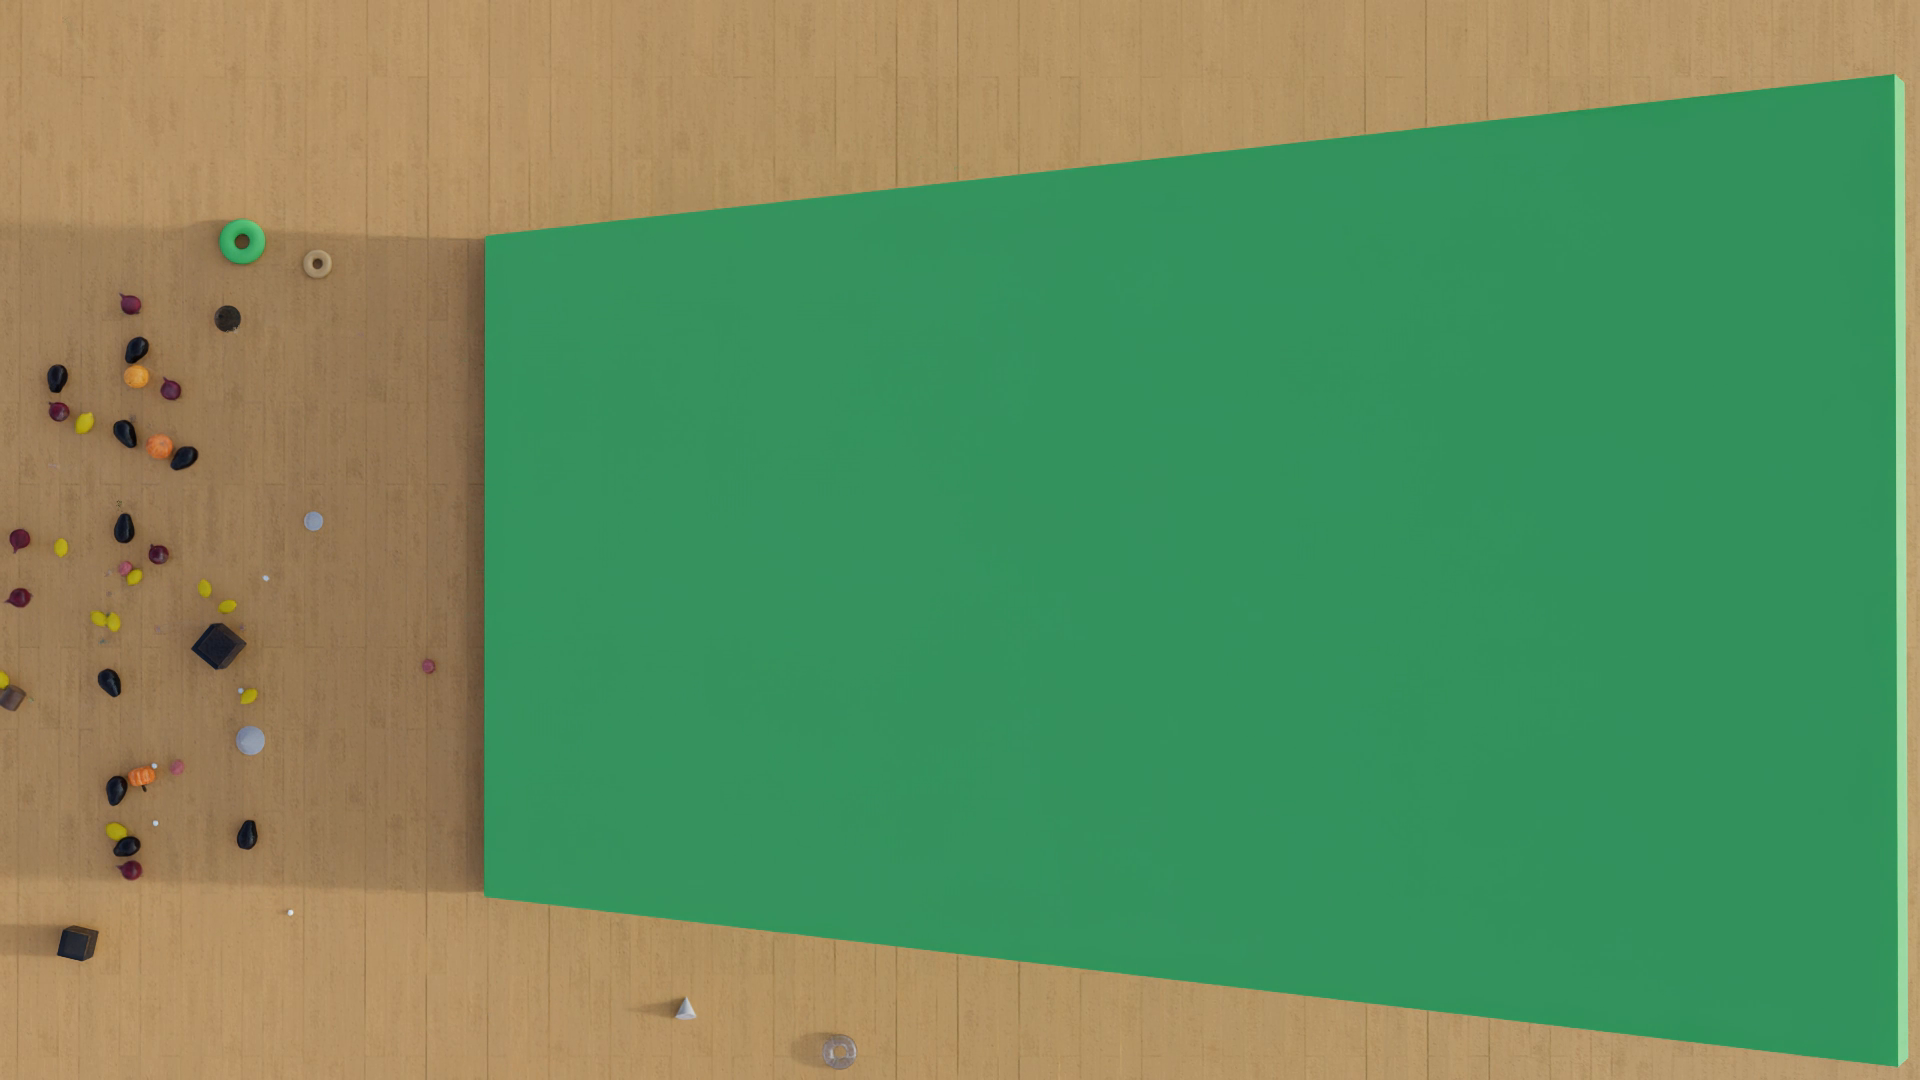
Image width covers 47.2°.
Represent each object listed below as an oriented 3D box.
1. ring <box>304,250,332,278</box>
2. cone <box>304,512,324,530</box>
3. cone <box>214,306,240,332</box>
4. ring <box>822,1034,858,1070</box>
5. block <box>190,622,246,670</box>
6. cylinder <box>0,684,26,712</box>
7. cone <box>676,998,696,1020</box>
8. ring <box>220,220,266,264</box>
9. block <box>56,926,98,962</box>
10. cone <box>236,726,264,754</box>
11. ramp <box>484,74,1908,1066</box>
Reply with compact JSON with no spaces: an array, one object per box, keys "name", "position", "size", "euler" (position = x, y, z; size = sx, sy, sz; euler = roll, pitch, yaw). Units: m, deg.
[{"name":"ring","position":[-1.965,-0.844,6.729],"size":[0.089,0.030,0.089],"euler":[0,88,-1]},{"name":"cone","position":[-1.981,-0.058,6.708],"size":[0.059,0.059,0.059],"euler":[0,90,0]},{"name":"cone","position":[-2.246,-0.679,6.701],"size":[0.082,0.082,0.082],"euler":[0,90,0]},{"name":"ring","position":[-0.366,1.561,6.706],"size":[0.109,0.036,0.109],"euler":[0,88,0]},{"name":"block","position":[-2.252,0.323,6.685],"size":[0.099,0.099,0.099],"euler":[40,90,0]},{"name":"cylinder","position":[-2.889,0.482,6.703],"size":[0.060,0.060,0.060],"euler":[33,90,0]},{"name":"cone","position":[-0.836,1.424,6.711],"size":[0.063,0.063,0.063],"euler":[-3,63,0]},{"name":"ring","position":[-2.194,-0.912,6.722],"size":[0.140,0.047,0.140],"euler":[0,88,-1]},{"name":"block","position":[-2.682,1.226,6.687],"size":[0.080,0.080,0.080],"euler":[13,90,0]},{"name":"cone","position":[-2.172,0.613,6.687],"size":[0.089,0.089,0.089],"euler":[0,90,0]},{"name":"ramp","position":[0.252,0.069,5.583],"size":[4.000,0.100,2.000],"euler":[0,89,34]}]
